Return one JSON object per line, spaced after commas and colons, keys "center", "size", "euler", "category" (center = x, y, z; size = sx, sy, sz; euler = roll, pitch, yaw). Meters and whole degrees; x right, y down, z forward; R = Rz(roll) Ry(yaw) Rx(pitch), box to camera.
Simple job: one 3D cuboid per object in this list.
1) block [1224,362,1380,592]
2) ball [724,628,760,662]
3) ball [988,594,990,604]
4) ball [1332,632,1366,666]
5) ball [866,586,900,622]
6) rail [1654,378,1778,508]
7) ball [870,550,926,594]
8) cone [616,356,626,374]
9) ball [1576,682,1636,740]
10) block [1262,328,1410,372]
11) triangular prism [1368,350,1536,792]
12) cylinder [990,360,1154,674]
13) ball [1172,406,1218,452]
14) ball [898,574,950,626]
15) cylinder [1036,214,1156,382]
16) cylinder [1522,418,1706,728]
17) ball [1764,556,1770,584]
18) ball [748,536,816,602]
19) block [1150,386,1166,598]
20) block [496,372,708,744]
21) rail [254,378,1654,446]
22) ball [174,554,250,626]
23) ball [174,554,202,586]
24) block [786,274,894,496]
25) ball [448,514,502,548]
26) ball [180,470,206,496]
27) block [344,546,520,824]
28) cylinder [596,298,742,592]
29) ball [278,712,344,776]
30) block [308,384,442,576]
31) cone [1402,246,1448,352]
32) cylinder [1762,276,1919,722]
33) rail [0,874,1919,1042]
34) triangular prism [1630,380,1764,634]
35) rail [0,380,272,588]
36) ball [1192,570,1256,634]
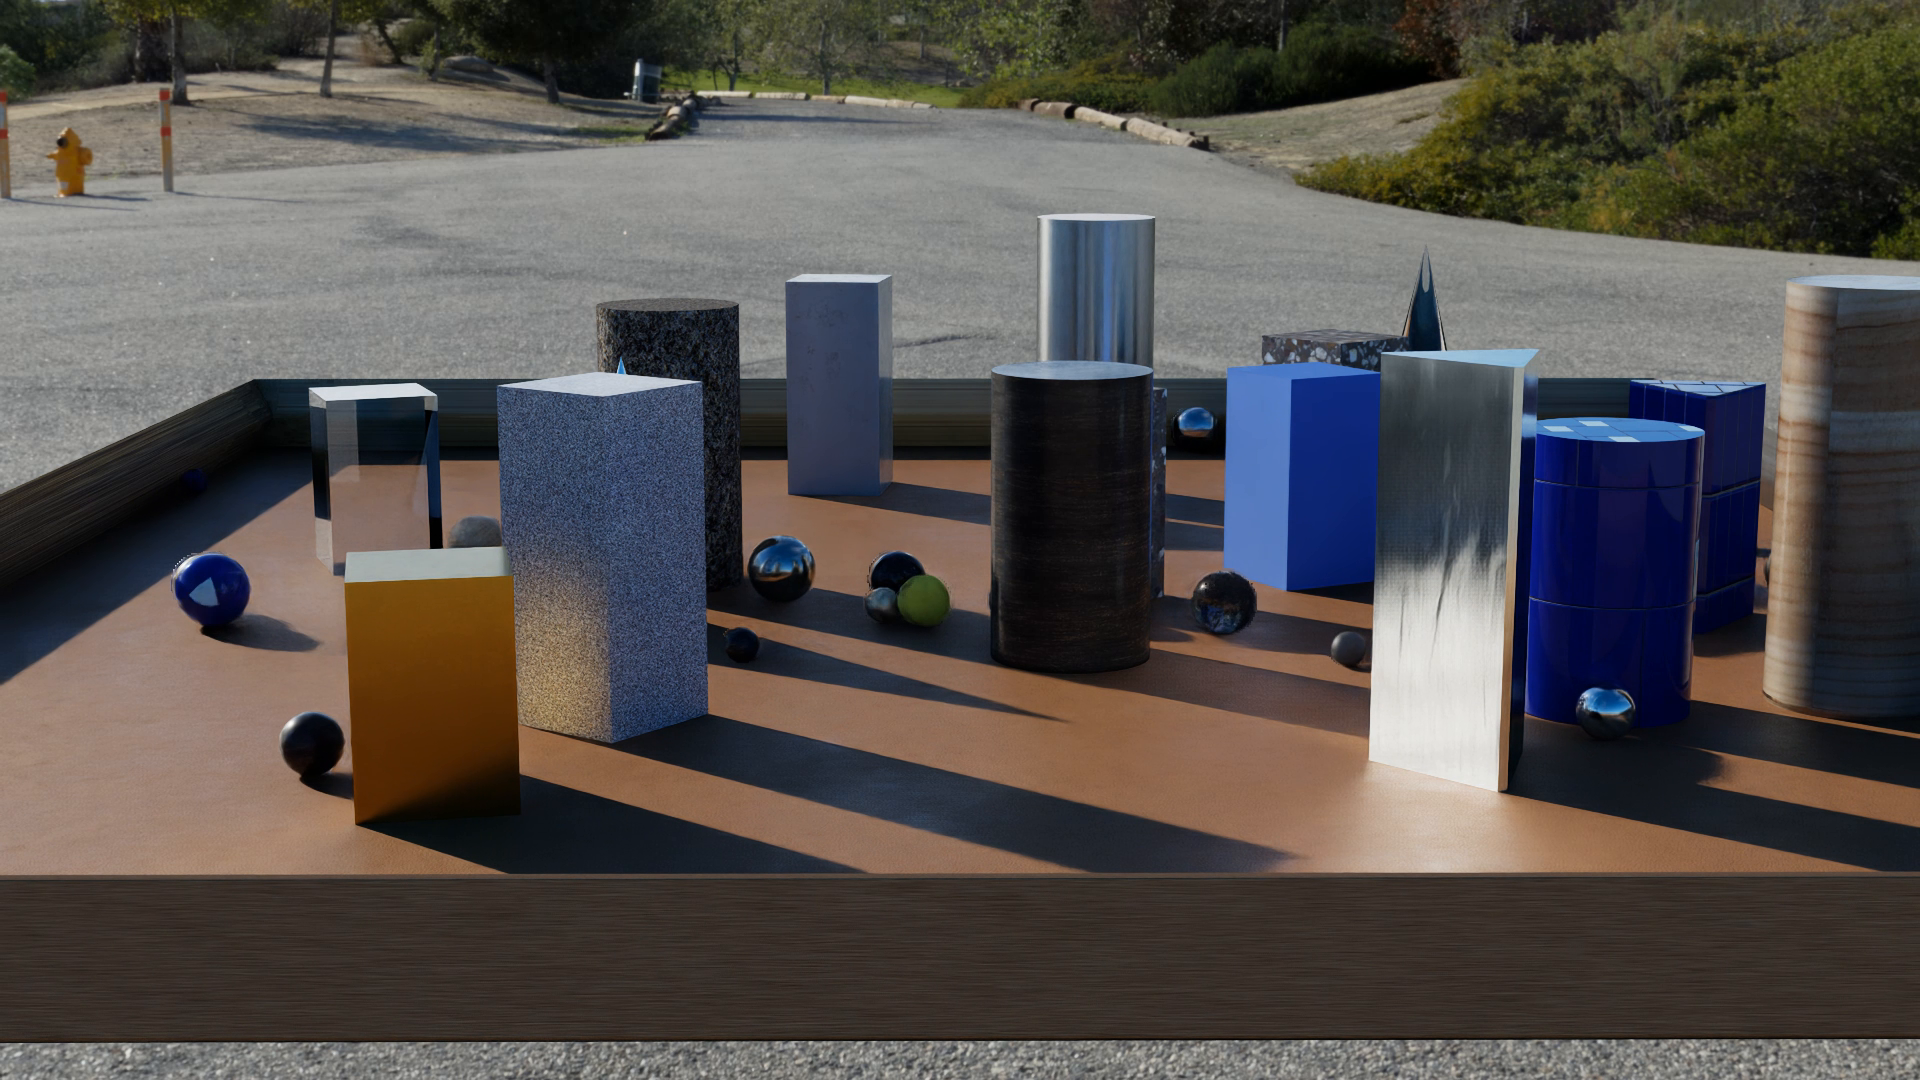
{"center": [0.491, -0.095, 3.680], "size": [0.159, 0.299, 0.159], "euler": [-5, 12, -27], "category": "block"}
{"center": [-0.270, 0.130, 3.169], "size": [0.043, 0.043, 0.043], "euler": [0, 10, 0], "category": "ball"}
{"center": [0.068, 0.079, 3.393], "size": [0.062, 0.062, 0.062], "euler": [0, 10, 0], "category": "ball"}
{"center": [0.477, 0.134, 3.151], "size": [0.042, 0.042, 0.042], "euler": [0, 10, 0], "category": "ball"}
{"center": [-0.101, 0.086, 3.395], "size": [0.047, 0.047, 0.047], "euler": [0, 10, 0], "category": "ball"}
{"center": [1.330, 0.032, 3.456], "size": [0.045, 0.129, 3.092], "euler": [0, 10, 0], "category": "rail"}
{"center": [-0.084, 0.052, 3.497], "size": [0.076, 0.076, 0.076], "euler": [0, 10, 0], "category": "ball"}
{"center": [-0.436, -0.060, 3.331], "size": [0.199, 0.358, 0.199], "euler": [0, 10, 0], "category": "cone"}
{"center": [0.706, 0.187, 2.805], "size": [0.064, 0.064, 0.064], "euler": [0, 10, 0], "category": "ball"}
{"center": [0.580, -0.160, 3.989], "size": [0.159, 0.315, 0.159], "euler": [-9, 14, -40], "category": "block"}
{"center": [0.548, 0.022, 2.678], "size": [0.149, 0.433, 0.172], "euler": [-9, 14, -41], "category": "triangular prism"}
{"center": [0.138, -0.032, 3.177], "size": [0.199, 0.359, 0.199], "euler": [0, 10, 0], "category": "cylinder"}
{"center": [0.449, -0.211, 4.891], "size": [0.087, 0.087, 0.087], "euler": [0, 10, 0], "category": "ball"}
{"center": [-0.048, 0.079, 3.371], "size": [0.069, 0.069, 0.069], "euler": [0, 10, 0], "category": "ball"}
{"center": [0.229, -0.310, 4.362], "size": [0.199, 0.475, 0.199], "euler": [0, 10, 0], "category": "cylinder"}
{"center": [0.738, 0.033, 2.925], "size": [0.199, 0.322, 0.199], "euler": [0, 10, 0], "category": "cylinder"}
{"center": [1.150, 0.043, 3.533], "size": [0.081, 0.081, 0.081], "euler": [0, 10, 0], "category": "ball"}
{"center": [-0.244, 0.040, 3.519], "size": [0.093, 0.093, 0.093], "euler": [0, 10, 0], "category": "ball"}
{"center": [0.171, -0.065, 3.541], "size": [0.159, 0.291, 0.159], "euler": [10, 15, 44], "category": "block"}
{"center": [-0.397, 0.014, 2.868], "size": [0.159, 0.380, 0.159], "euler": [7, 13, 35], "category": "block"}
{"center": [-0.009, -0.244, 4.945], "size": [2.708, 0.129, 0.045], "euler": [0, 10, 0], "category": "rail"}
{"center": [-0.981, 0.066, 3.370], "size": [0.096, 0.096, 0.096], "euler": [0, 10, 0], "category": "ball"}
{"center": [-1.019, 0.059, 3.456], "size": [0.079, 0.079, 0.079], "euler": [0, 10, 0], "category": "ball"}
{"center": [-0.207, -0.271, 4.448], "size": [0.159, 0.366, 0.159], "euler": [1, 11, 7], "category": "block"}
{"center": [-0.706, 0.004, 3.743], "size": [0.082, 0.082, 0.082], "euler": [0, 10, 0], "category": "ball"}
{"center": [-1.315, -0.097, 4.394], "size": [0.044, 0.044, 0.044], "euler": [0, 10, 0], "category": "ball"}
{"center": [-0.527, 0.142, 2.565], "size": [0.159, 0.240, 0.159], "euler": [-2, 11, -12], "category": "block"}
{"center": [-0.410, -0.136, 3.635], "size": [0.199, 0.396, 0.199], "euler": [0, 10, 0], "category": "cylinder"}
{"center": [-0.673, 0.211, 2.663], "size": [0.067, 0.067, 0.067], "euler": [0, 10, 0], "category": "ball"}
{"center": [-0.863, -0.093, 3.790], "size": [0.159, 0.255, 0.159], "euler": [-4, 11, -22], "category": "block"}
{"center": [0.762, -0.270, 4.232], "size": [0.199, 0.442, 0.199], "euler": [0, 10, 0], "category": "cone"}
{"center": [1.036, -0.052, 2.936], "size": [0.199, 0.485, 0.199], "euler": [0, 10, 0], "category": "cylinder"}
{"center": [0.009, 0.310, 1.952], "size": [2.708, 0.129, 0.045], "euler": [0, 10, 0], "category": "rail"}
{"center": [0.955, -0.052, 3.413], "size": [0.149, 0.312, 0.172], "euler": [8, 13, 38], "category": "triangular prism"}
{"center": [-1.330, 0.035, 3.441], "size": [0.045, 0.129, 3.092], "euler": [0, 10, 0], "category": "rail"}
{"center": [0.342, 0.081, 3.326], "size": [0.082, 0.082, 0.082], "euler": [0, 10, 0], "category": "ball"}
